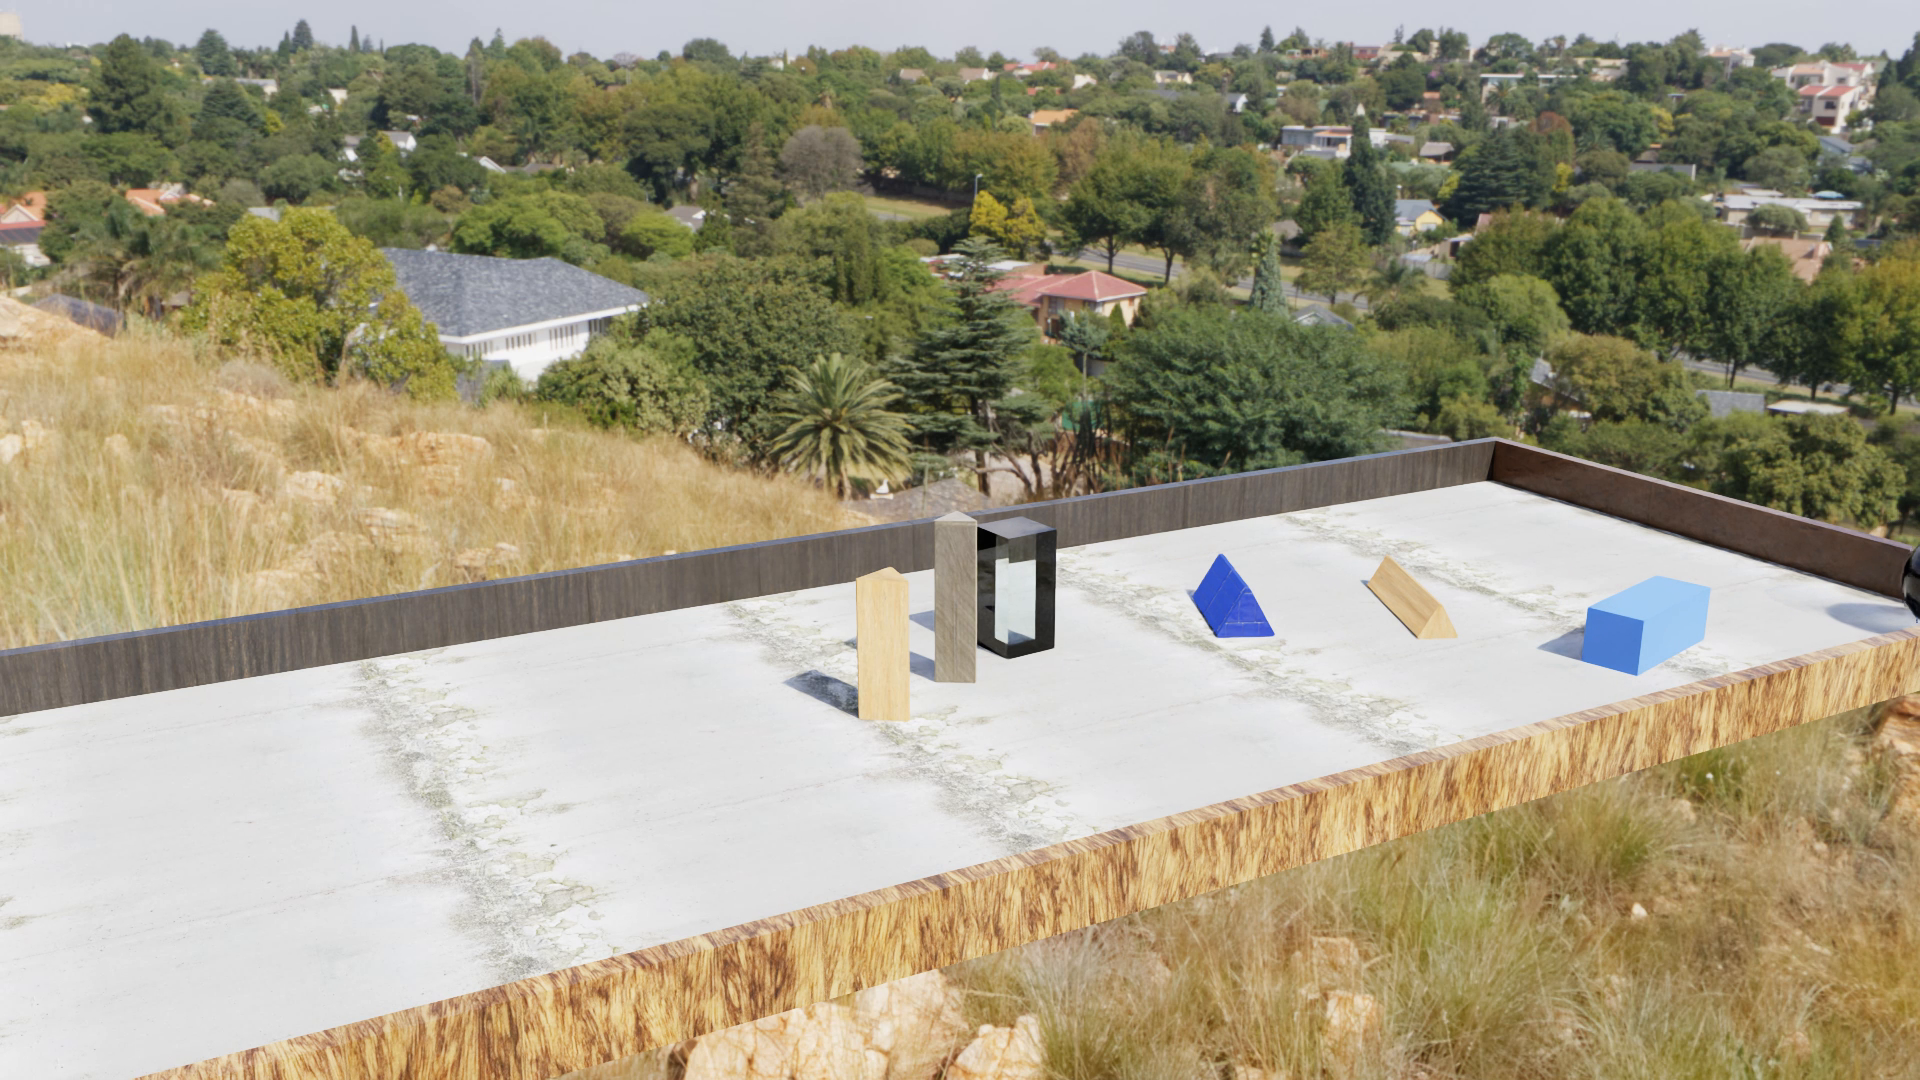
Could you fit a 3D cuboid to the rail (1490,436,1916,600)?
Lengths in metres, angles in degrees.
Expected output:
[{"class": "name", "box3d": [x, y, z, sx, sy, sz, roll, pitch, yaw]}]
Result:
[{"class": "rail", "box3d": [2.466, -0.048, 5.253, 0.050, 0.150, 2.100, -9, 18, -27]}]

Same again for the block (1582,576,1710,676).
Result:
[{"class": "block", "box3d": [1.808, 0.221, 4.341, 0.395, 0.148, 0.148, -15, 22, -41]}]

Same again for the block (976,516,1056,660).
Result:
[{"class": "block", "box3d": [0.144, 0.124, 4.350, 0.154, 0.328, 0.154, -11, 20, -33]}]

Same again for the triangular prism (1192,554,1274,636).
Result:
[{"class": "triangular prism", "box3d": [0.761, 0.149, 4.597, 0.155, 0.134, 0.332, -1, 16, -4]}]

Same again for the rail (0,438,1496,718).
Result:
[{"class": "rail", "box3d": [-3.305, 0.497, 3.399, 12.000, 0.150, 0.050, -9, 18, -27]}]

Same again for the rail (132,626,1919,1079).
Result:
[{"class": "rail", "box3d": [-2.336, 1.006, 1.665, 12.000, 0.150, 0.050, -9, 18, -27]}]

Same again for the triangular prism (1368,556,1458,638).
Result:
[{"class": "triangular prism", "box3d": [1.275, 0.153, 4.654, 0.110, 0.096, 0.459, -1, 16, -3]}]

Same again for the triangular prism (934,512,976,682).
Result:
[{"class": "triangular prism", "box3d": [-0.009, 0.143, 4.121, 0.103, 0.422, 0.089, 1, 16, 2]}]

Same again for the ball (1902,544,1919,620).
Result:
[{"class": "ball", "box3d": [2.701, 0.116, 4.428, 0.301, 0.301, 0.301, 0, 16, 0]}]

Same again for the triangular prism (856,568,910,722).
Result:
[{"class": "triangular prism", "box3d": [-0.173, 0.245, 3.906, 0.122, 0.347, 0.105, 2, 17, 8]}]
